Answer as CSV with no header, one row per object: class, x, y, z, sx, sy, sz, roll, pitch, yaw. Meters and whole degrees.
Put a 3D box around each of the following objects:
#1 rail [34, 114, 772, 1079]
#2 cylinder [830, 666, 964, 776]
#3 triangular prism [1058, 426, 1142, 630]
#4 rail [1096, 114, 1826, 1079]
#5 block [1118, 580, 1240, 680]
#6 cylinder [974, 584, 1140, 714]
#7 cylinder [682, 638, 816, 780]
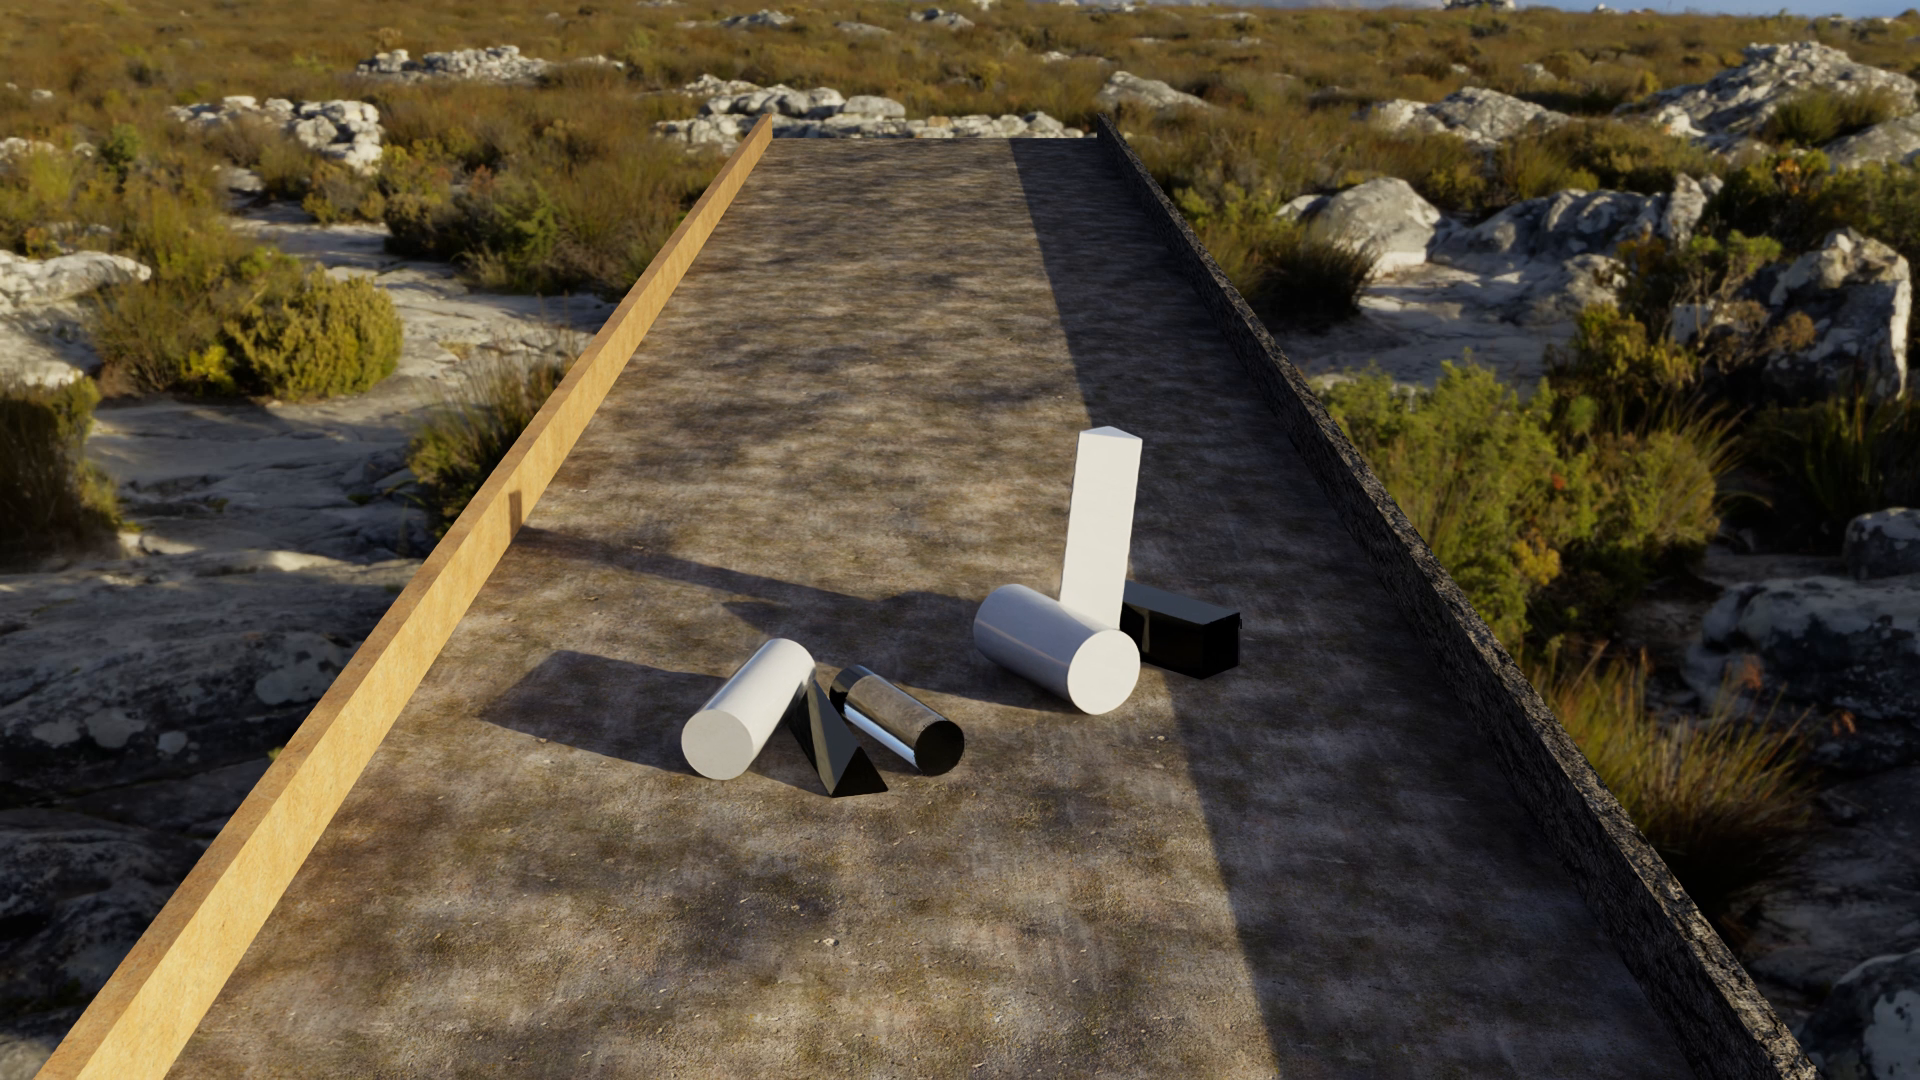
rail,-1.118,-0.838,7.780,0.050,0.150,12.000,0,17,-1
cylinder,-0.117,0.322,3.964,0.102,0.102,0.326,-9,19,-29
triangular prism,0.273,0.007,4.393,0.123,0.459,0.107,6,14,2
rail,0.932,-0.844,7.801,0.050,0.150,12.000,0,17,-1
block,0.398,0.175,4.438,0.113,0.113,0.326,-16,23,-42
cylinder,0.183,0.207,4.243,0.165,0.165,0.331,-10,19,-30
cylinder,-0.378,0.301,3.983,0.131,0.131,0.383,4,17,12
